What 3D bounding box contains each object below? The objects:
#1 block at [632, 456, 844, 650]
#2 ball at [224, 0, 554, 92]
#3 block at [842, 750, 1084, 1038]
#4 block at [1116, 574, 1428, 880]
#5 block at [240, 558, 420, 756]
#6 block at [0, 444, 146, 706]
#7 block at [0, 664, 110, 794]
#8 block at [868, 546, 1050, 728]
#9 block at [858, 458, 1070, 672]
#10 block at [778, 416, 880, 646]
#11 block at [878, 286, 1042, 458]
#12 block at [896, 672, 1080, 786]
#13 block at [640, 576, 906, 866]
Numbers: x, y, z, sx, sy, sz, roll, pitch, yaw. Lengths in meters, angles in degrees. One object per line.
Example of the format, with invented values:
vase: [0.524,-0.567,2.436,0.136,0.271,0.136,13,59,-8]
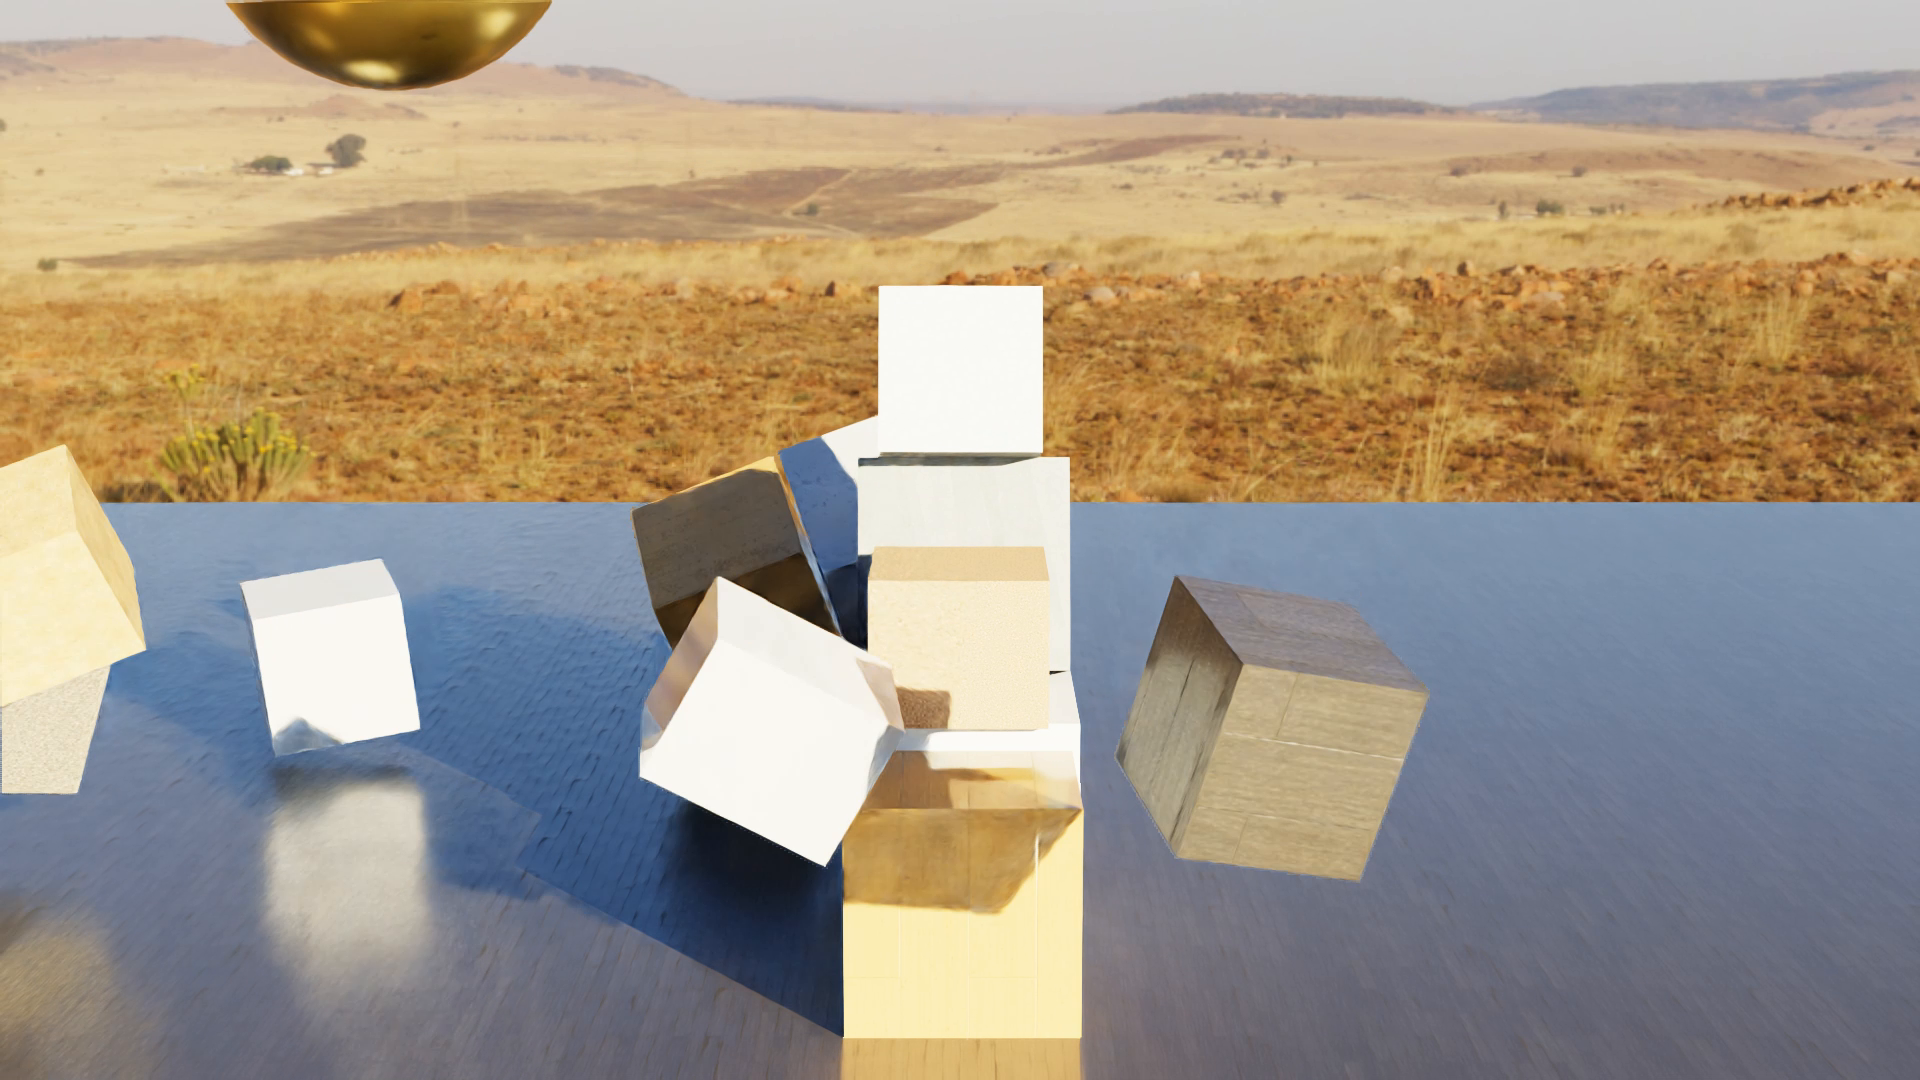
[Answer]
block: [-1.204,0.272,14.133,0.846,0.849,0.999,-22,35,-1]
ball: [-2.391,-2.682,10.693,1.600,1.600,1.600,0,10,0]
block: [0.009,1.334,9.790,0.874,0.873,0.823,0,10,0]
block: [0.948,0.575,7.936,0.614,0.651,0.636,10,21,-19]
block: [-3.283,0.599,13.359,0.734,0.732,0.736,-10,17,-18]
block: [-3.561,0.141,9.778,0.631,0.616,0.592,-22,40,-7]
block: [-4.469,0.713,11.634,0.743,0.680,0.776,16,2,27]
block: [-0.004,0.382,10.339,0.702,0.589,0.739,0,10,0]
block: [0.016,0.125,11.234,0.891,0.898,0.884,0,-3,0]
block: [-0.307,0.022,12.784,0.820,0.889,0.921,-20,45,-4]
block: [-0.004,-0.686,10.959,0.676,0.689,0.736,0,-3,-1]
block: [0.006,1.125,10.639,0.934,0.980,0.905,0,10,0]
block: [-0.692,0.647,9.339,0.744,0.579,0.713,28,12,-13]
